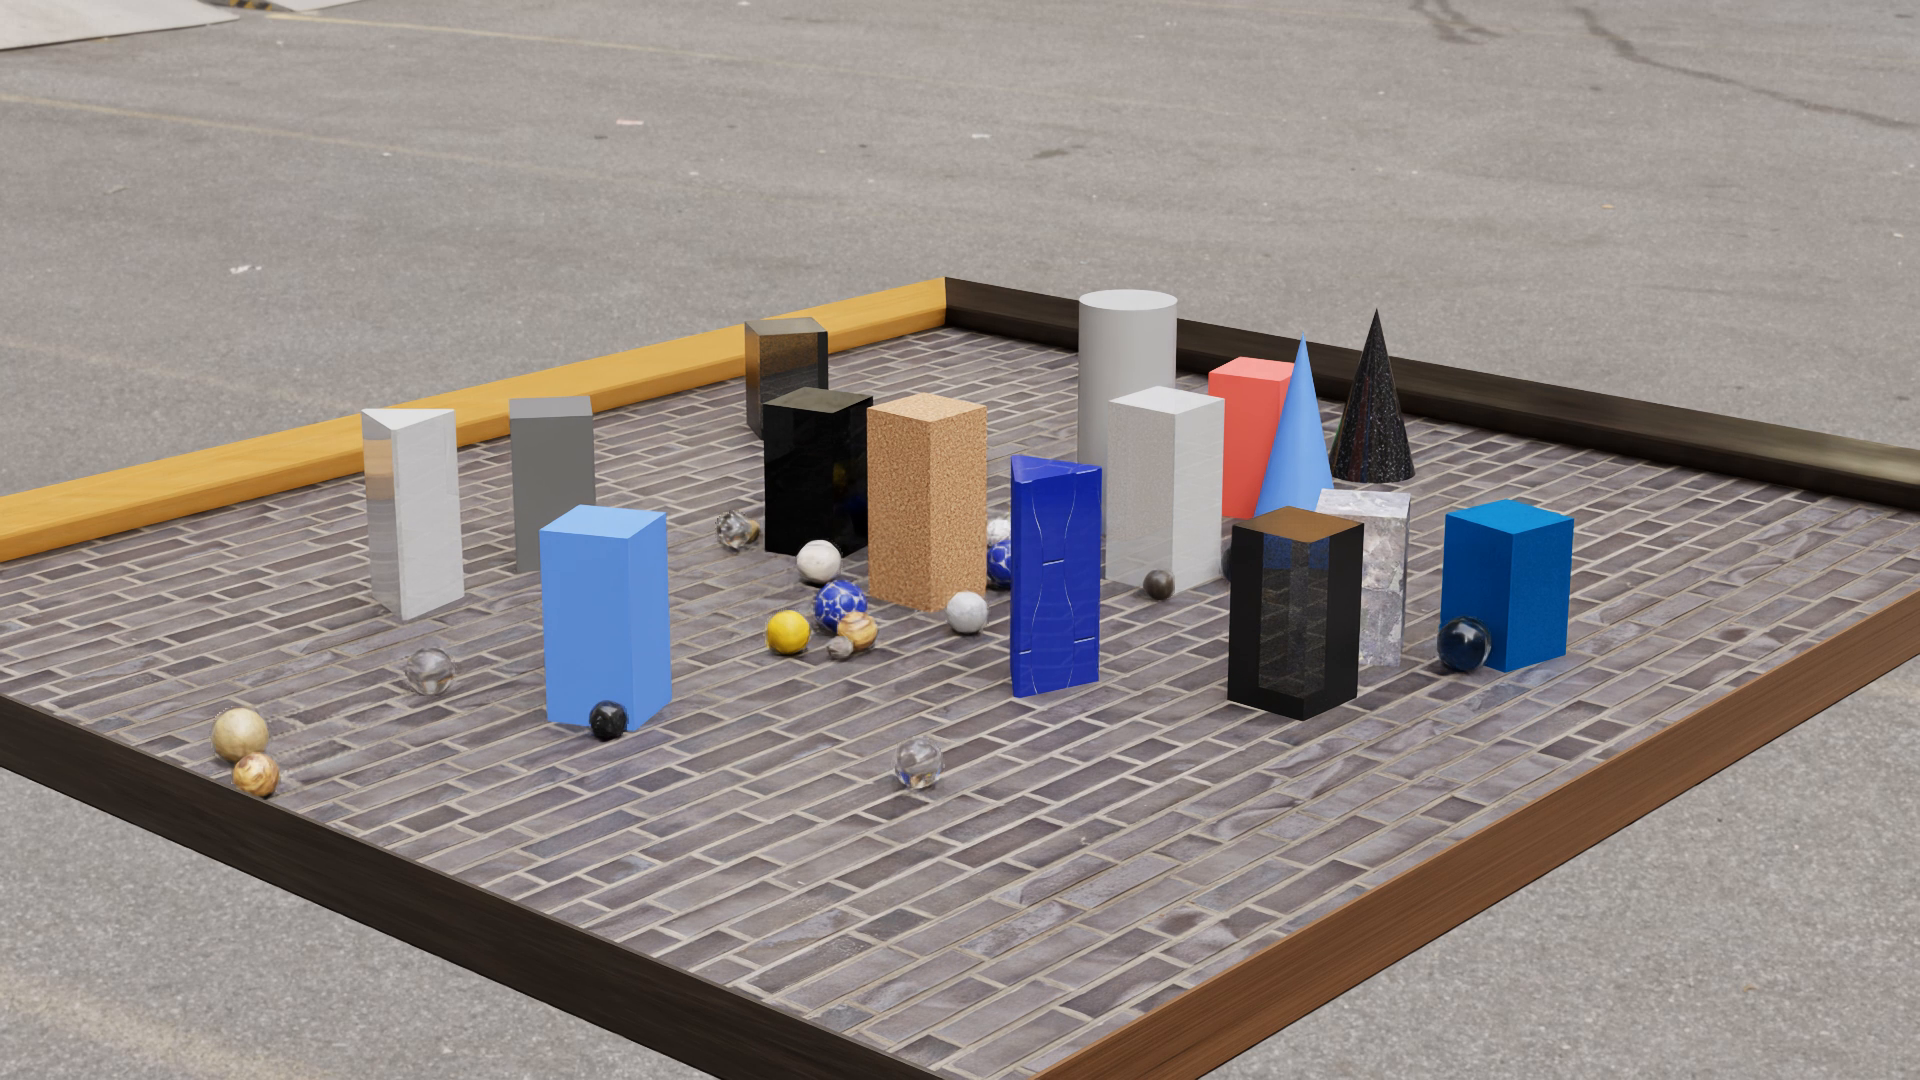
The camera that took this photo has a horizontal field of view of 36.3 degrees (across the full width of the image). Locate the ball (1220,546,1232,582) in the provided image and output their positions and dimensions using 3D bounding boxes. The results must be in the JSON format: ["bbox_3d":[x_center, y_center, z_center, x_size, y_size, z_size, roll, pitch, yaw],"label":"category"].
[{"bbox_3d":[0.497,0.043,5.148,0.080,0.080,0.080,0,17,0],"label":"ball"}]

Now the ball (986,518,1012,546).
[{"bbox_3d":[0.073,-0.010,5.362,0.057,0.057,0.057,0,17,0],"label":"ball"}]

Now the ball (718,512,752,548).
[{"bbox_3d":[-0.413,-0.018,5.365,0.063,0.063,0.063,0,17,0],"label":"ball"}]

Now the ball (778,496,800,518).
[{"bbox_3d":[-0.325,-0.062,5.558,0.042,0.042,0.042,0,17,0],"label":"ball"}]

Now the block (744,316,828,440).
[{"bbox_3d":[-0.364,-0.340,6.163,0.145,0.224,0.145,-5,18,-15],"label":"block"}]

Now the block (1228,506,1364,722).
[{"bbox_3d":[0.522,0.112,4.562,0.145,0.286,0.145,15,22,40],"label":"block"}]

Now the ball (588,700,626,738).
[{"bbox_3d":[-0.533,0.270,4.436,0.056,0.056,0.056,0,17,0],"label":"ball"}]

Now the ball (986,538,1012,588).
[{"bbox_3d":[0.088,0.042,5.136,0.088,0.088,0.088,0,17,0],"label":"ball"}]

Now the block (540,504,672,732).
[{"bbox_3d":[-0.543,0.118,4.507,0.145,0.307,0.145,5,18,17],"label":"block"}]

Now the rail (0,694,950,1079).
[{"bbox_3d":[-1.015,0.369,4.002,2.831,0.118,0.045,14,22,39],"label":"rail"}]

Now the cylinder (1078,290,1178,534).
[{"bbox_3d":[0.310,-0.239,5.474,0.182,0.429,0.182,0,17,0],"label":"cylinder"}]

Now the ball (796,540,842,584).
[{"bbox_3d":[-0.248,0.038,5.165,0.079,0.079,0.079,0,17,0],"label":"ball"}]

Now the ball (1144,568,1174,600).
[{"bbox_3d":[0.345,0.077,5.082,0.053,0.053,0.053,0,17,0],"label":"ball"}]

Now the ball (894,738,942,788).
[{"bbox_3d":[-0.061,0.323,4.238,0.071,0.071,0.071,0,17,0],"label":"ball"}]

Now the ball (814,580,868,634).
[{"bbox_3d":[-0.200,0.112,4.900,0.090,0.090,0.090,0,17,0],"label":"ball"}]

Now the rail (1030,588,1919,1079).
[{"bbox_3d":[1.051,0.294,4.248,0.045,0.118,3.145,14,22,39],"label":"rail"}]

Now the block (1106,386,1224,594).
[{"bbox_3d":[0.360,-0.089,5.159,0.145,0.325,0.145,14,22,38],"label":"block"}]

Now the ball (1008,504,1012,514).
[{"bbox_3d":[0.123,-0.049,5.472,0.067,0.067,0.067,0,17,0],"label":"ball"}]

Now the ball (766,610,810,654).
[{"bbox_3d":[-0.281,0.151,4.801,0.072,0.072,0.072,0,17,0],"label":"ball"}]

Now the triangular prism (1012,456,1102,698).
[{"bbox_3d":[0.120,0.050,4.652,0.157,0.353,0.136,-10,20,-30],"label":"triangular prism"}]

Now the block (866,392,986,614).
[{"bbox_3d":[-0.056,-0.066,5.061,0.145,0.337,0.145,14,22,39],"label":"block"}]

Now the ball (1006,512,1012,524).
[{"bbox_3d":[0.115,-0.028,5.411,0.063,0.063,0.063,0,17,0],"label":"ball"}]

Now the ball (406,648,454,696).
[{"bbox_3d":[-0.834,0.206,4.614,0.075,0.075,0.075,0,17,0],"label":"ball"}]

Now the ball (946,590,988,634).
[{"bbox_3d":[0.012,0.121,4.904,0.071,0.071,0.071,0,17,0],"label":"ball"}]

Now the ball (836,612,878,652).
[{"bbox_3d":[-0.169,0.150,4.814,0.067,0.067,0.067,0,17,0],"label":"ball"}]

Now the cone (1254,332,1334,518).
[{"bbox_3d":[0.617,-0.182,5.326,0.182,0.406,0.182,0,17,0],"label":"cone"}]

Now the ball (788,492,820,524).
[{"bbox_3d":[-0.294,-0.059,5.517,0.060,0.060,0.060,0,17,0],"label":"ball"}]

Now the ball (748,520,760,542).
[{"bbox_3d":[-0.389,-0.017,5.412,0.041,0.041,0.041,0,17,0],"label":"ball"}]

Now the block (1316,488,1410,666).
[{"bbox_3d":[0.654,0.060,4.793,0.145,0.251,0.145,3,17,11],"label":"block"}]

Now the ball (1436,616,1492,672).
[{"bbox_3d":[0.811,0.168,4.721,0.087,0.087,0.087,0,17,0],"label":"ball"}]

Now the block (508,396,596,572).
[{"bbox_3d":[-0.732,-0.102,5.276,0.145,0.283,0.145,-3,17,-9],"label":"block"}]

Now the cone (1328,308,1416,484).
[{"bbox_3d":[0.822,-0.299,5.832,0.182,0.337,0.182,0,17,0],"label":"cone"}]

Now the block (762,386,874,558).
[{"bbox_3d":[-0.256,-0.121,5.345,0.145,0.278,0.145,9,19,27],"label":"block"}]

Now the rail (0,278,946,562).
[{"bbox_3d":[-1.051,-0.235,5.995,0.045,0.118,3.145,14,22,39],"label":"rail"}]

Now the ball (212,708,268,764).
[{"bbox_3d":[-1.063,0.289,4.330,0.082,0.082,0.082,0,17,0],"label":"ball"}]

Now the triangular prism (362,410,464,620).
[{"bbox_3d":[-0.962,-0.053,5.025,0.136,0.334,0.157,10,19,29],"label":"triangular prism"}]

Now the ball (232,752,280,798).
[{"bbox_3d":[-1.008,0.337,4.199,0.065,0.065,0.065,0,17,0],"label":"ball"}]

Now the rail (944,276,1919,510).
[{"bbox_3d":[1.015,-0.310,6.241,2.831,0.118,0.045,14,22,39],"label":"rail"}]

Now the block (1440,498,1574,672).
[{"bbox_3d":[0.891,0.073,4.783,0.145,0.233,0.145,-13,21,-36],"label":"block"}]

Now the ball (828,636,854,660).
[{"bbox_3d":[-0.194,0.176,4.775,0.041,0.041,0.041,0,17,0],"label":"ball"}]

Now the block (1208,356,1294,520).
[{"bbox_3d":[0.567,-0.191,5.580,0.145,0.276,0.145,9,19,28],"label":"block"}]
